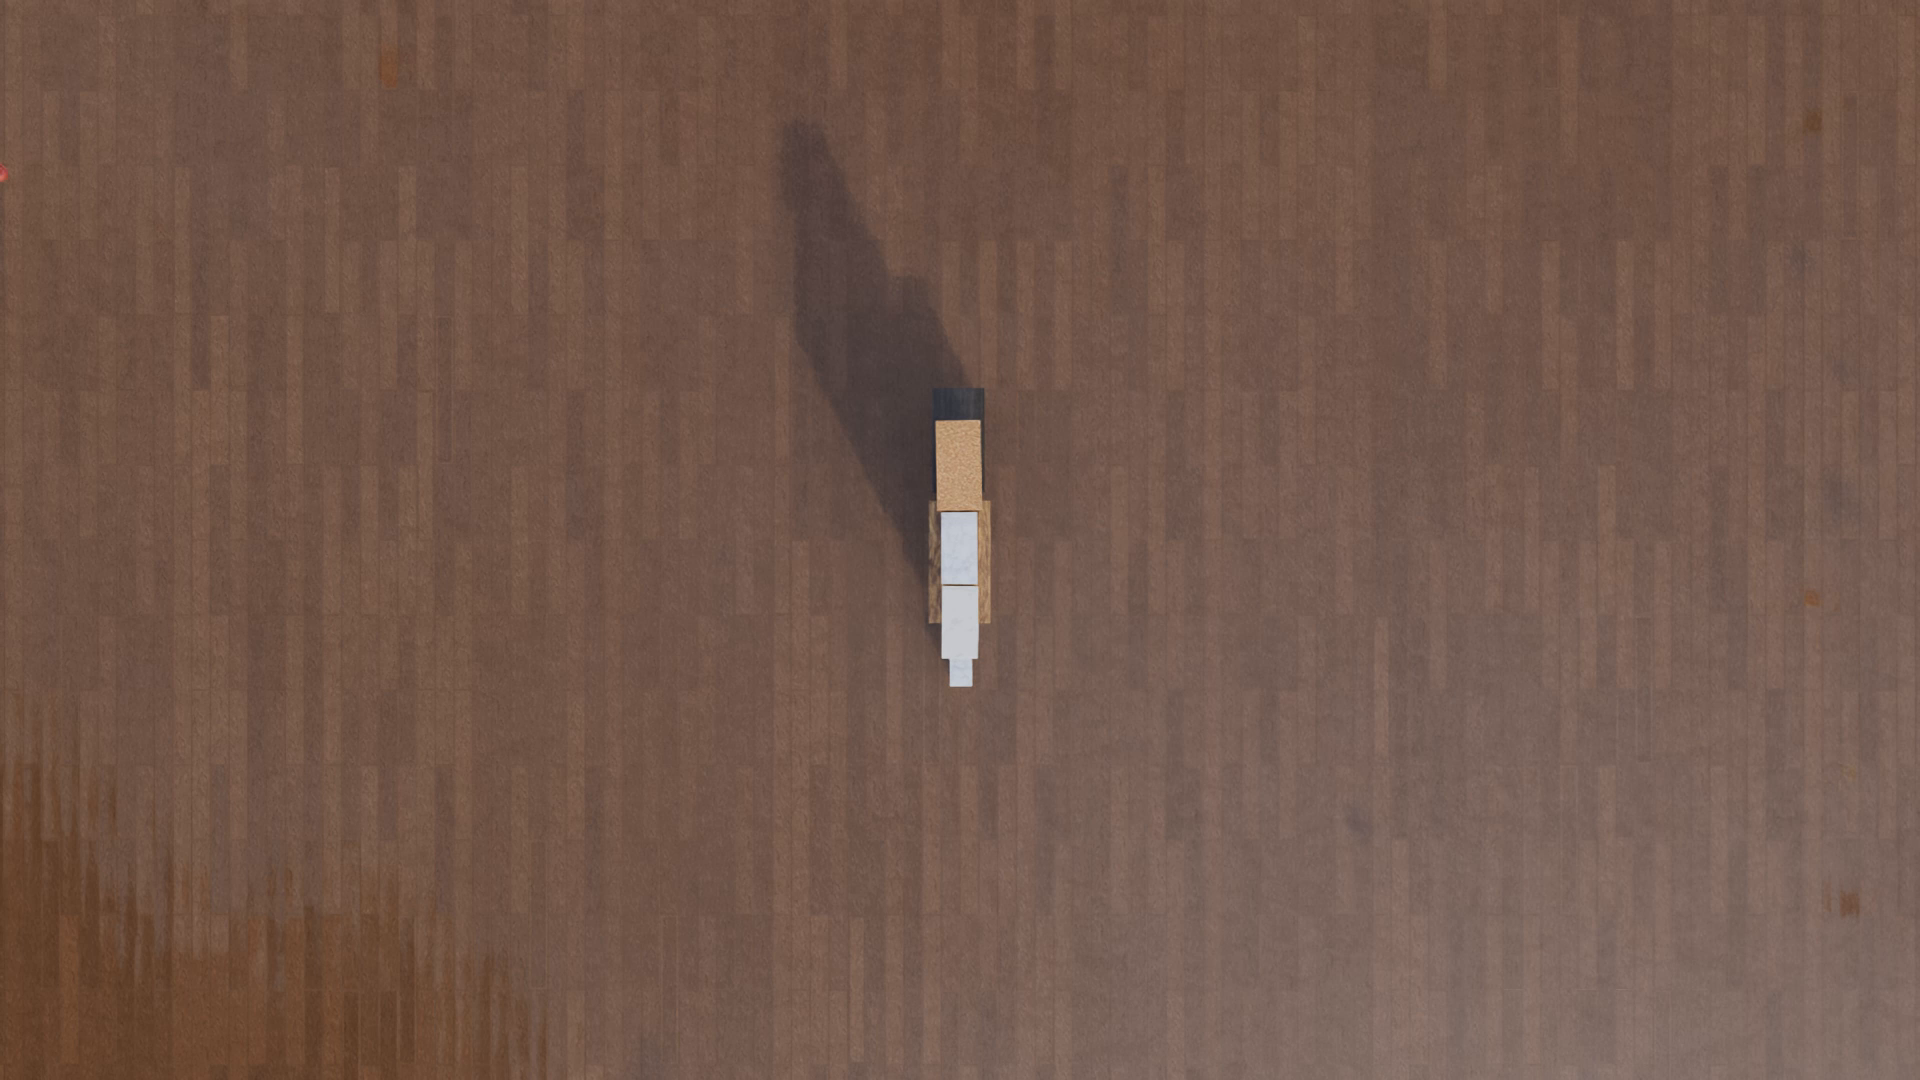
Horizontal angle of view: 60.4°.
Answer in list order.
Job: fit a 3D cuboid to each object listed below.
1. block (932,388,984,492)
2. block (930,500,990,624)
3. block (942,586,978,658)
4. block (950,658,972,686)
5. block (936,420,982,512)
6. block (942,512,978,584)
[{"bbox_3d":[-0.004,-0.312,5.154,0.162,0.046,0.323,0,90,0],"label":"block"},{"bbox_3d":[-0.001,0.064,4.843,0.179,0.051,0.358,0,90,0],"label":"block"},{"bbox_3d":[0.000,0.229,4.602,0.101,0.029,0.202,1,90,0],"label":"block"},{"bbox_3d":[0.003,0.401,5.345,0.072,0.021,0.145,0,90,0],"label":"block"},{"bbox_3d":[-0.003,-0.205,4.553,0.124,0.035,0.248,-1,90,0],"label":"block"},{"bbox_3d":[-0.002,0.023,4.603,0.100,0.028,0.201,0,90,0],"label":"block"}]
